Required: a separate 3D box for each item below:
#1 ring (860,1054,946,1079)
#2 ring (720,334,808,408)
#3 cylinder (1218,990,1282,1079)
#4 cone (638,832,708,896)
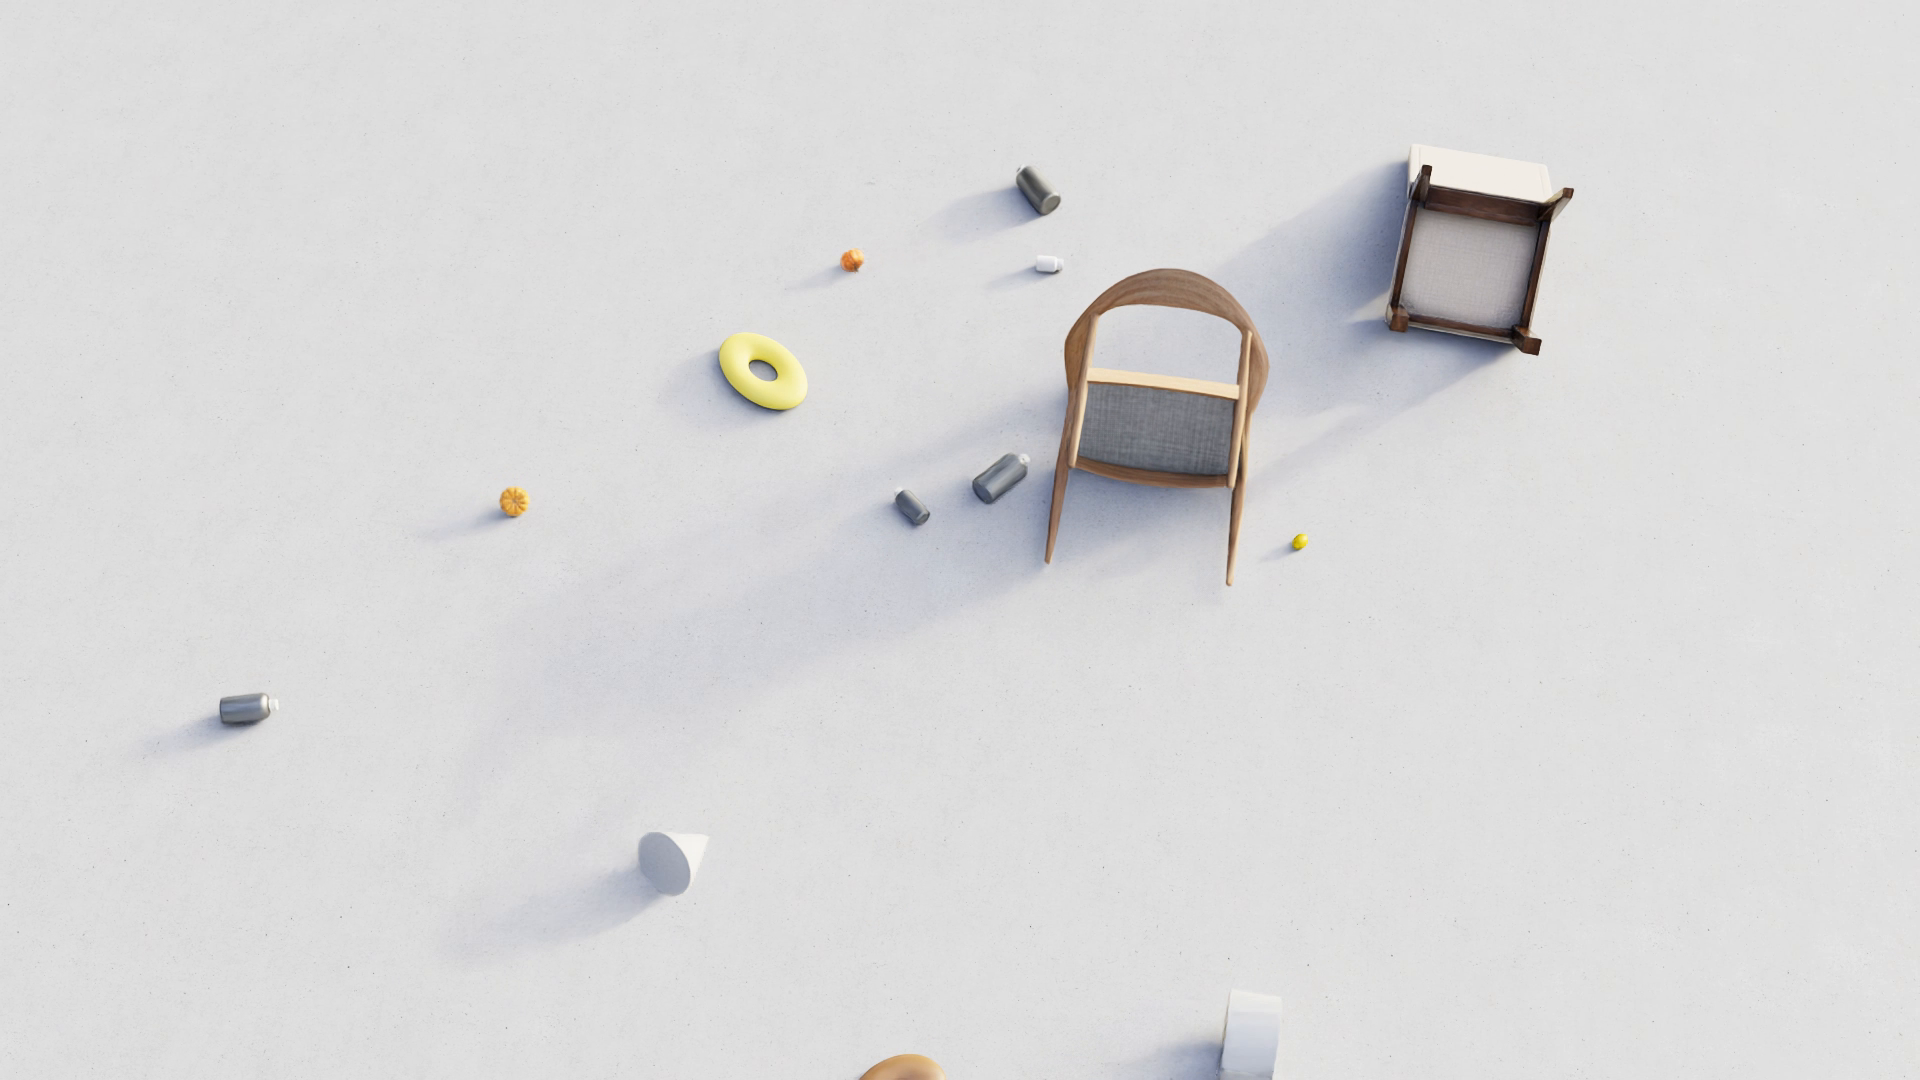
[{"bbox_3d":[-0.160,1.424,5.595,0.281,0.039,0.217,-32,62,-19],"label":"ring"},{"bbox_3d":[-0.617,-0.531,6.895,0.218,0.060,0.352,-36,63,-23],"label":"ring"},{"bbox_3d":[0.741,1.275,5.617,0.132,0.159,0.232,9,75,5],"label":"cylinder"},{"bbox_3d":[-0.740,0.838,5.961,0.192,0.186,0.184,6,22,36],"label":"cone"}]
